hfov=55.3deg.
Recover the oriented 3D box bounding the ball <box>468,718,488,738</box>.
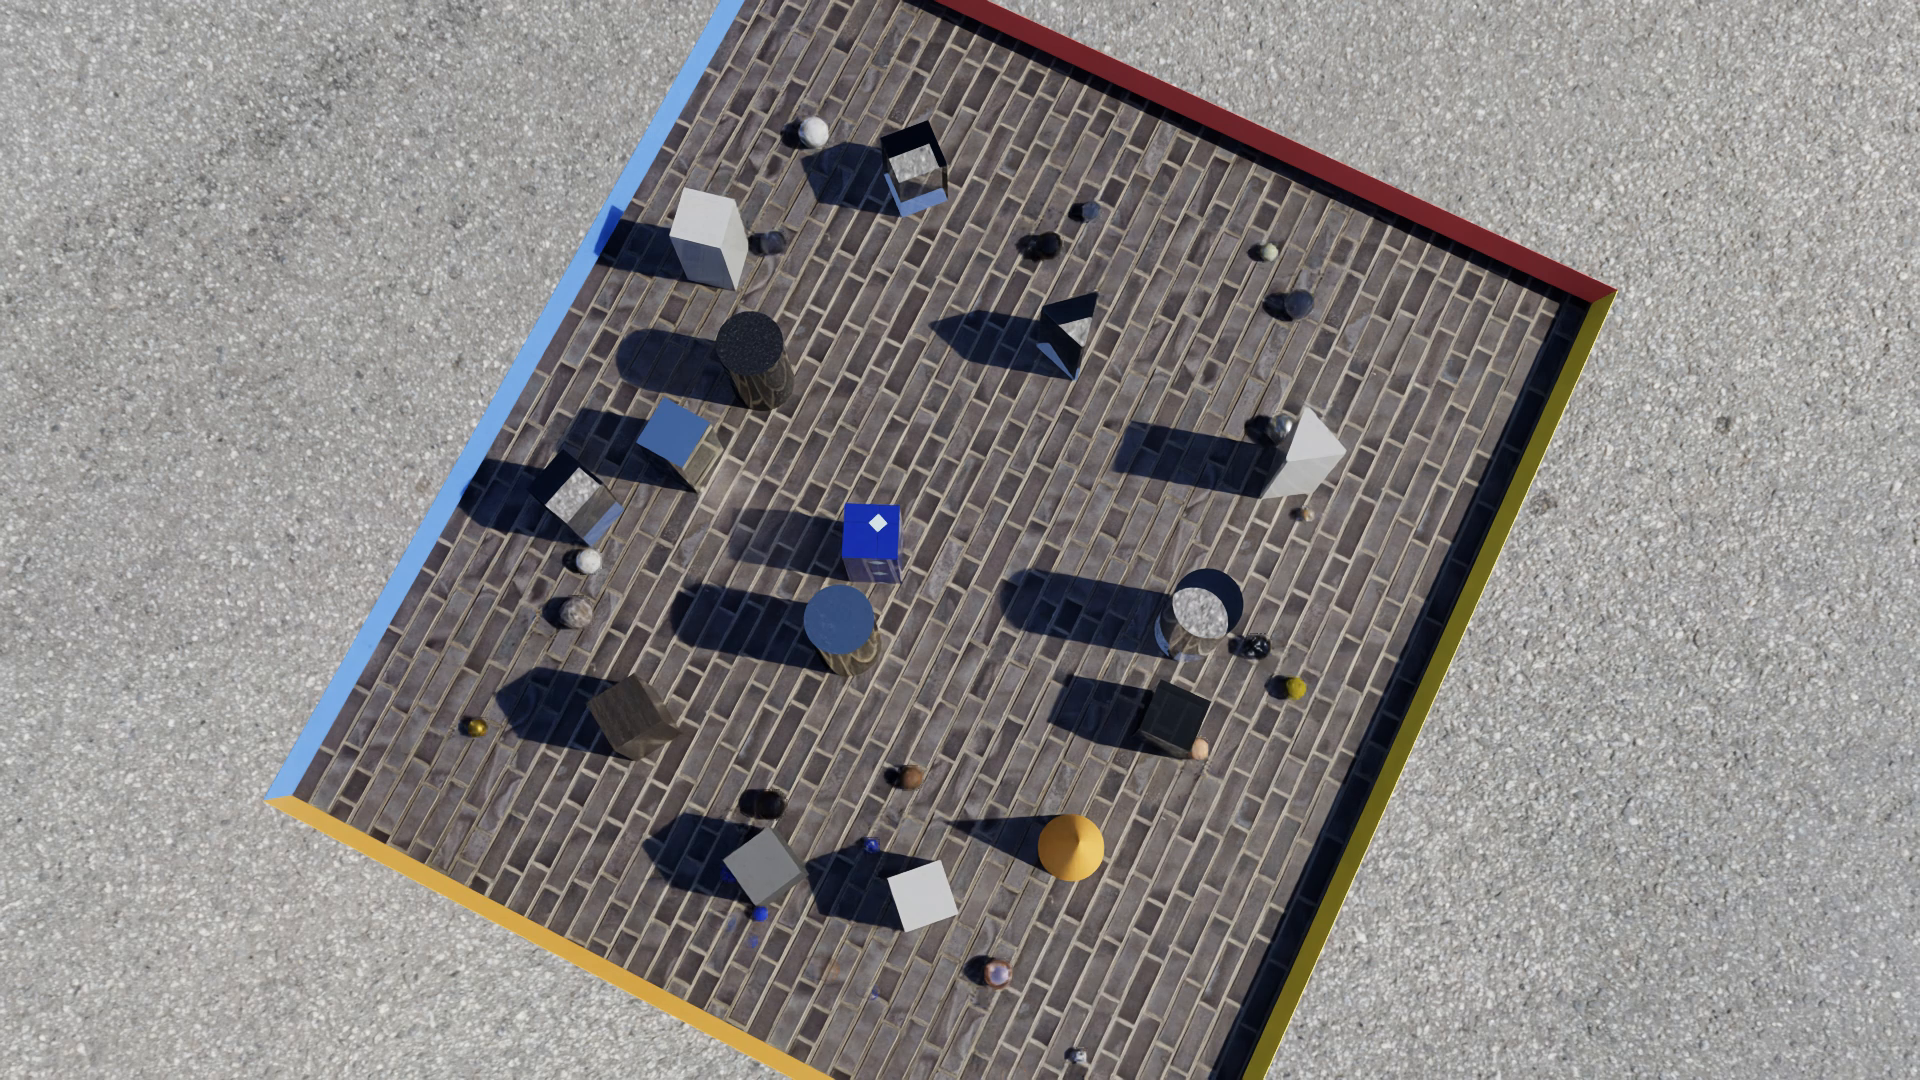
[{"bbox_3d":[-1.440,0.562,5.471,0.058,0.058,0.058,0,78,0],"label":"ball"}]

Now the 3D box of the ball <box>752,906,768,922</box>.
[{"bbox_3d":[-0.584,1.095,5.367,0.046,0.046,0.046,0,78,0],"label":"ball"}]

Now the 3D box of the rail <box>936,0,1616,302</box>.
[{"bbox_3d":[0.708,-1.379,5.836,2.932,0.128,0.045,26,80,5],"label":"rail"}]

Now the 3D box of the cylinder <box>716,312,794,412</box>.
[{"bbox_3d":[-0.614,-0.536,5.534,0.197,0.380,0.197,0,78,0],"label":"cylinder"}]

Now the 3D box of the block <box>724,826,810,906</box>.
[{"bbox_3d":[-0.554,0.942,5.271,0.158,0.296,0.158,-36,81,-7],"label":"block"}]

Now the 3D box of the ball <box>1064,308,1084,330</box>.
[{"bbox_3d":[0.356,-0.690,5.722,0.067,0.067,0.067,0,78,0],"label":"ball"}]

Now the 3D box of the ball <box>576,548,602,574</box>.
[{"bbox_3d":[-1.129,0.065,5.564,0.077,0.077,0.077,0,78,0],"label":"ball"}]

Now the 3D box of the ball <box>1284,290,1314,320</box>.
[{"bbox_3d":[1.061,-0.735,5.721,0.094,0.094,0.094,0,78,0],"label":"ball"}]

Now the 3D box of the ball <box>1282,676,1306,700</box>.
[{"bbox_3d":[1.002,0.444,5.489,0.070,0.070,0.070,0,78,0],"label":"ball"}]

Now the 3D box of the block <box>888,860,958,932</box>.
[{"bbox_3d":[-0.104,1.025,5.266,0.158,0.272,0.158,-19,79,-4],"label":"block"}]

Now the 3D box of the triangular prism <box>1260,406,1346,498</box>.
[{"bbox_3d":[0.997,-0.260,5.429,0.171,0.474,0.148,-8,78,-2],"label":"triangular prism"}]

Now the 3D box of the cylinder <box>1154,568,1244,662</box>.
[{"bbox_3d":[0.688,0.224,5.322,0.197,0.487,0.197,0,78,0],"label":"cylinder"}]

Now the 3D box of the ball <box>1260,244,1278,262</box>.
[{"bbox_3d":[0.974,-0.907,5.776,0.055,0.055,0.055,0,78,0],"label":"ball"}]

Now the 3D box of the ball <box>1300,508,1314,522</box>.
[{"bbox_3d":[1.062,-0.077,5.610,0.044,0.044,0.044,0,78,0],"label":"ball"}]

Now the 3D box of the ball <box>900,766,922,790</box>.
[{"bbox_3d":[-0.145,0.707,5.435,0.069,0.069,0.069,0,78,0],"label":"ball"}]

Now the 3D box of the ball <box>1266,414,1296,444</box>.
[{"bbox_3d":[0.992,-0.340,5.638,0.096,0.096,0.096,0,78,0],"label":"ball"}]

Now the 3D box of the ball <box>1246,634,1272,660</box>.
[{"bbox_3d":[0.898,0.323,5.511,0.075,0.075,0.075,0,78,0],"label":"ball"}]

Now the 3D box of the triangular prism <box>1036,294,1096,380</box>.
[{"bbox_3d":[0.353,-0.642,5.569,0.171,0.353,0.148,44,82,8],"label":"triangular prism"}]

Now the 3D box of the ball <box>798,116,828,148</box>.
[{"bbox_3d":[-0.466,-1.297,5.835,0.098,0.098,0.098,0,78,0],"label":"ball"}]

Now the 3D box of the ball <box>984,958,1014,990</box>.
[{"bbox_3d":[0.111,1.258,5.312,0.087,0.087,0.087,0,78,0],"label":"ball"}]

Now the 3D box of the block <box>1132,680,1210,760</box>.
[{"bbox_3d":[0.616,0.528,5.373,0.158,0.263,0.158,24,79,5],"label":"block"}]

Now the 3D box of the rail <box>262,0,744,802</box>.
[{"bbox_3d":[-1.290,-0.625,5.679,0.045,0.128,3.212,26,80,5],"label":"rail"}]

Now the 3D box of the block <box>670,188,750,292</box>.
[{"bbox_3d":[-0.763,-0.916,5.612,0.158,0.380,0.158,14,79,3],"label":"block"}]

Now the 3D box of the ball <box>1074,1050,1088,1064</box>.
[{"bbox_3d":[0.347,1.492,5.287,0.041,0.041,0.041,0,78,0],"label":"ball"}]

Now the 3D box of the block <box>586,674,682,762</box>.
[{"bbox_3d":[-0.942,0.519,5.318,0.158,0.374,0.158,-32,80,-6],"label":"block"}]

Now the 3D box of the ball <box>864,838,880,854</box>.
[{"bbox_3d":[-0.261,0.904,5.406,0.045,0.045,0.045,0,78,0],"label":"ball"}]

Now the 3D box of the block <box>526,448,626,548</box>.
[{"bbox_3d":[-1.140,-0.121,5.461,0.158,0.354,0.158,39,81,7],"label":"block"}]

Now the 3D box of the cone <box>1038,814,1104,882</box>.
[{"bbox_3d":[0.329,0.870,5.233,0.197,0.399,0.197,0,78,0],"label":"cone"}]

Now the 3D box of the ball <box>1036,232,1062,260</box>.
[{"bbox_3d":[0.280,-0.927,5.764,0.087,0.087,0.087,0,78,0],"label":"ball"}]

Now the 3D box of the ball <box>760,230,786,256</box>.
[{"bbox_3d":[-0.588,-0.935,5.769,0.080,0.080,0.080,0,78,0],"label":"ball"}]

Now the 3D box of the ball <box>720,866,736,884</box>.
[{"bbox_3d":[-0.675,0.981,5.385,0.056,0.056,0.056,0,78,0],"label":"ball"}]

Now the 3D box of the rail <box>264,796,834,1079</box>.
[{"bbox_3d":[-0.708,1.393,5.262,2.932,0.128,0.045,26,80,5],"label":"rail"}]

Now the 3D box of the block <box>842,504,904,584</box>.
[{"bbox_3d":[-0.254,0.014,5.416,0.158,0.388,0.158,2,78,0],"label":"block"}]

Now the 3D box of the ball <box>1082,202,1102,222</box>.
[{"bbox_3d":[0.416,-1.041,5.800,0.063,0.063,0.063,0,78,0],"label":"ball"}]

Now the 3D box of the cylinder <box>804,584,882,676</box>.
[{"bbox_3d":[-0.337,0.268,5.324,0.197,0.465,0.197,0,78,0],"label":"cylinder"}]

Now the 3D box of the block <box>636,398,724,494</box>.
[{"bbox_3d":[-0.837,-0.281,5.507,0.158,0.328,0.158,29,80,6],"label":"block"}]

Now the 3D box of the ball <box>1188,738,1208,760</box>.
[{"bbox_3d":[0.705,0.621,5.444,0.068,0.068,0.068,0,78,0],"label":"ball"}]

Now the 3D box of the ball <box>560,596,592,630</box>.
[{"bbox_3d":[-1.157,0.221,5.521,0.099,0.099,0.099,0,78,0],"label":"ball"}]

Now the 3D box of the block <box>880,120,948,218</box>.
[{"bbox_3d":[-0.141,-1.154,5.712,0.158,0.282,0.158,-21,79,-4],"label":"block"}]

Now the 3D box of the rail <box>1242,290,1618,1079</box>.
[{"bbox_3d":[1.290,0.638,5.418,0.045,0.128,3.212,26,80,5],"label":"rail"}]

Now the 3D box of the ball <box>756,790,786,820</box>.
[{"bbox_3d":[-0.558,0.783,5.410,0.088,0.088,0.088,0,78,0],"label":"ball"}]
